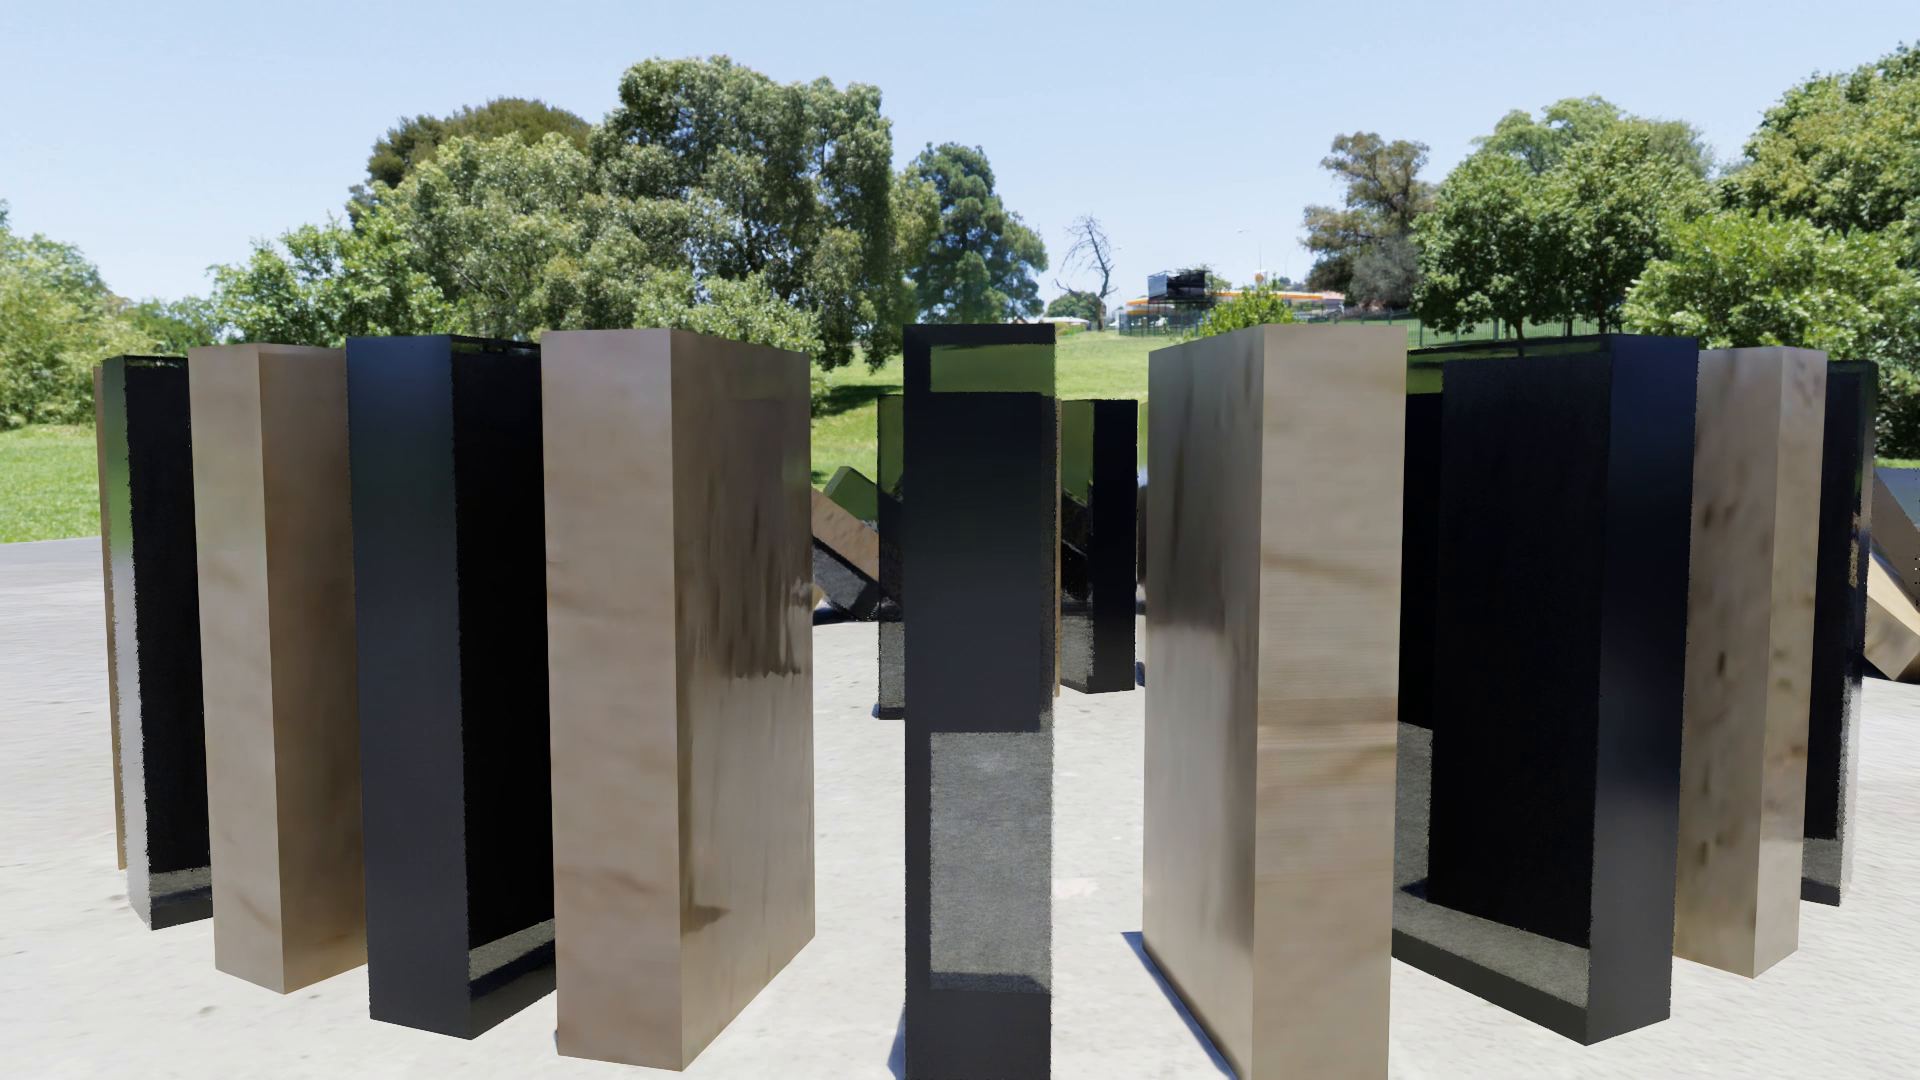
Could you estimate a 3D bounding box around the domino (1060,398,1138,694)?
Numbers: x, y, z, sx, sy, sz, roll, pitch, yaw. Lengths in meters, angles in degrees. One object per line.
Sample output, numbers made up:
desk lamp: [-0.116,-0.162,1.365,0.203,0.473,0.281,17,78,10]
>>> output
domino: [0.021,0.000,0.230,0.009,0.050,0.025,-2,5,-23]

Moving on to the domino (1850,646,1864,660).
domino: [0.162,0.006,0.266,0.025,0.010,0.050,-2,35,-27]

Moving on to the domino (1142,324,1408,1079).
domino: [0.022,0.010,0.095,0.009,0.050,0.025,-1,4,-8]

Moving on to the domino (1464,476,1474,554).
domino: [0.131,0.003,0.296,0.025,0.009,0.050,-3,36,-46]

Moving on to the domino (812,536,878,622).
domino: [-0.043,0.001,0.310,0.050,0.009,0.025,37,-10,-20]

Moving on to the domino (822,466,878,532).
domino: [-0.011,0.000,0.323,0.050,0.009,0.025,36,-3,-11]

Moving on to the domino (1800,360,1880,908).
domino: [0.074,0.008,0.128,0.025,0.050,0.010,4,6,40]

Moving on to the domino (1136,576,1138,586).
domino: [0.022,-0.001,0.331,0.050,0.009,0.025,35,1,-2]

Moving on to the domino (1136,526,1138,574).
domino: [0.043,0.000,0.332,0.050,0.010,0.025,34,8,4]

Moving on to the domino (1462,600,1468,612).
domino: [0.101,0.002,0.318,0.050,0.010,0.025,39,25,28]

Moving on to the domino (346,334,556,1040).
domino: [-0.035,0.010,0.103,0.009,0.050,0.025,2,5,21]

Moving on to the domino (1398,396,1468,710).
domino: [0.074,0.001,0.215,0.009,0.050,0.025,4,6,44]

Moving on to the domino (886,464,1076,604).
domino: [0.005,-0.001,0.328,0.050,0.009,0.025,35,-1,-6]

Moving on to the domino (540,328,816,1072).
domino: [-0.020,0.010,0.098,0.010,0.050,0.025,1,4,15]

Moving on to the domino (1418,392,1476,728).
domino: [0.085,0.003,0.198,0.025,0.050,0.009,-1,5,-19]

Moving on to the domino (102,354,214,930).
domino: [-0.065,0.008,0.122,0.025,0.050,0.010,-4,6,-43]

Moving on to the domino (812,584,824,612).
domino: [-0.058,0.002,0.299,0.050,0.009,0.025,38,-15,-27]

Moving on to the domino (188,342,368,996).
domino: [-0.050,0.009,0.110,0.010,0.050,0.025,3,5,31]

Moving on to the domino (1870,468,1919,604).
domino: [0.186,0.006,0.230,0.025,0.009,0.050,0,42,6]

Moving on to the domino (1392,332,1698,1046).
domino: [0.043,0.010,0.102,0.010,0.050,0.025,-2,5,-28]

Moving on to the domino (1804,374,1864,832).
domino: [0.086,0.007,0.147,0.025,0.050,0.010,1,5,18]

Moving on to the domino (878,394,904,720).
domino: [0.000,0.002,0.201,0.025,0.050,0.010,0,4,0]

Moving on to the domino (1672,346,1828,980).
domino: [0.059,0.009,0.113,0.009,0.050,0.025,-3,5,-39]

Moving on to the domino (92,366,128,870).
domino: [-0.076,0.007,0.137,0.025,0.050,0.009,-3,5,-33]

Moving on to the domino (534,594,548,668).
domino: [-0.096,0.002,0.233,0.025,0.050,0.010,2,41,25]

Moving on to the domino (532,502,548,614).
domino: [-0.089,0.003,0.250,0.025,0.009,0.050,3,-40,30]

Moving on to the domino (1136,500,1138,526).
domino: [0.064,0.000,0.332,0.050,0.010,0.025,35,15,15]

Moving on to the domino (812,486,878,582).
domino: [-0.028,0.000,0.317,0.050,0.010,0.025,36,-7,-16]

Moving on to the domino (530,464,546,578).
domino: [-0.079,0.003,0.269,0.025,0.010,0.050,3,-33,38]

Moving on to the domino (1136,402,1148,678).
domino: [0.038,0.000,0.233,0.010,0.050,0.025,0,4,3]

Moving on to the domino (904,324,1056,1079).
domino: [0.002,0.010,0.095,0.009,0.050,0.025,0,4,5]

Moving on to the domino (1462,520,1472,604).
domino: [0.118,0.003,0.307,0.025,0.009,0.050,-5,37,-47]

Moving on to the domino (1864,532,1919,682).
domino: [0.173,0.006,0.250,0.025,0.009,0.050,-2,39,-20]

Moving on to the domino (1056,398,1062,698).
domino: [0.004,0.001,0.219,0.025,0.050,0.009,4,6,41]
